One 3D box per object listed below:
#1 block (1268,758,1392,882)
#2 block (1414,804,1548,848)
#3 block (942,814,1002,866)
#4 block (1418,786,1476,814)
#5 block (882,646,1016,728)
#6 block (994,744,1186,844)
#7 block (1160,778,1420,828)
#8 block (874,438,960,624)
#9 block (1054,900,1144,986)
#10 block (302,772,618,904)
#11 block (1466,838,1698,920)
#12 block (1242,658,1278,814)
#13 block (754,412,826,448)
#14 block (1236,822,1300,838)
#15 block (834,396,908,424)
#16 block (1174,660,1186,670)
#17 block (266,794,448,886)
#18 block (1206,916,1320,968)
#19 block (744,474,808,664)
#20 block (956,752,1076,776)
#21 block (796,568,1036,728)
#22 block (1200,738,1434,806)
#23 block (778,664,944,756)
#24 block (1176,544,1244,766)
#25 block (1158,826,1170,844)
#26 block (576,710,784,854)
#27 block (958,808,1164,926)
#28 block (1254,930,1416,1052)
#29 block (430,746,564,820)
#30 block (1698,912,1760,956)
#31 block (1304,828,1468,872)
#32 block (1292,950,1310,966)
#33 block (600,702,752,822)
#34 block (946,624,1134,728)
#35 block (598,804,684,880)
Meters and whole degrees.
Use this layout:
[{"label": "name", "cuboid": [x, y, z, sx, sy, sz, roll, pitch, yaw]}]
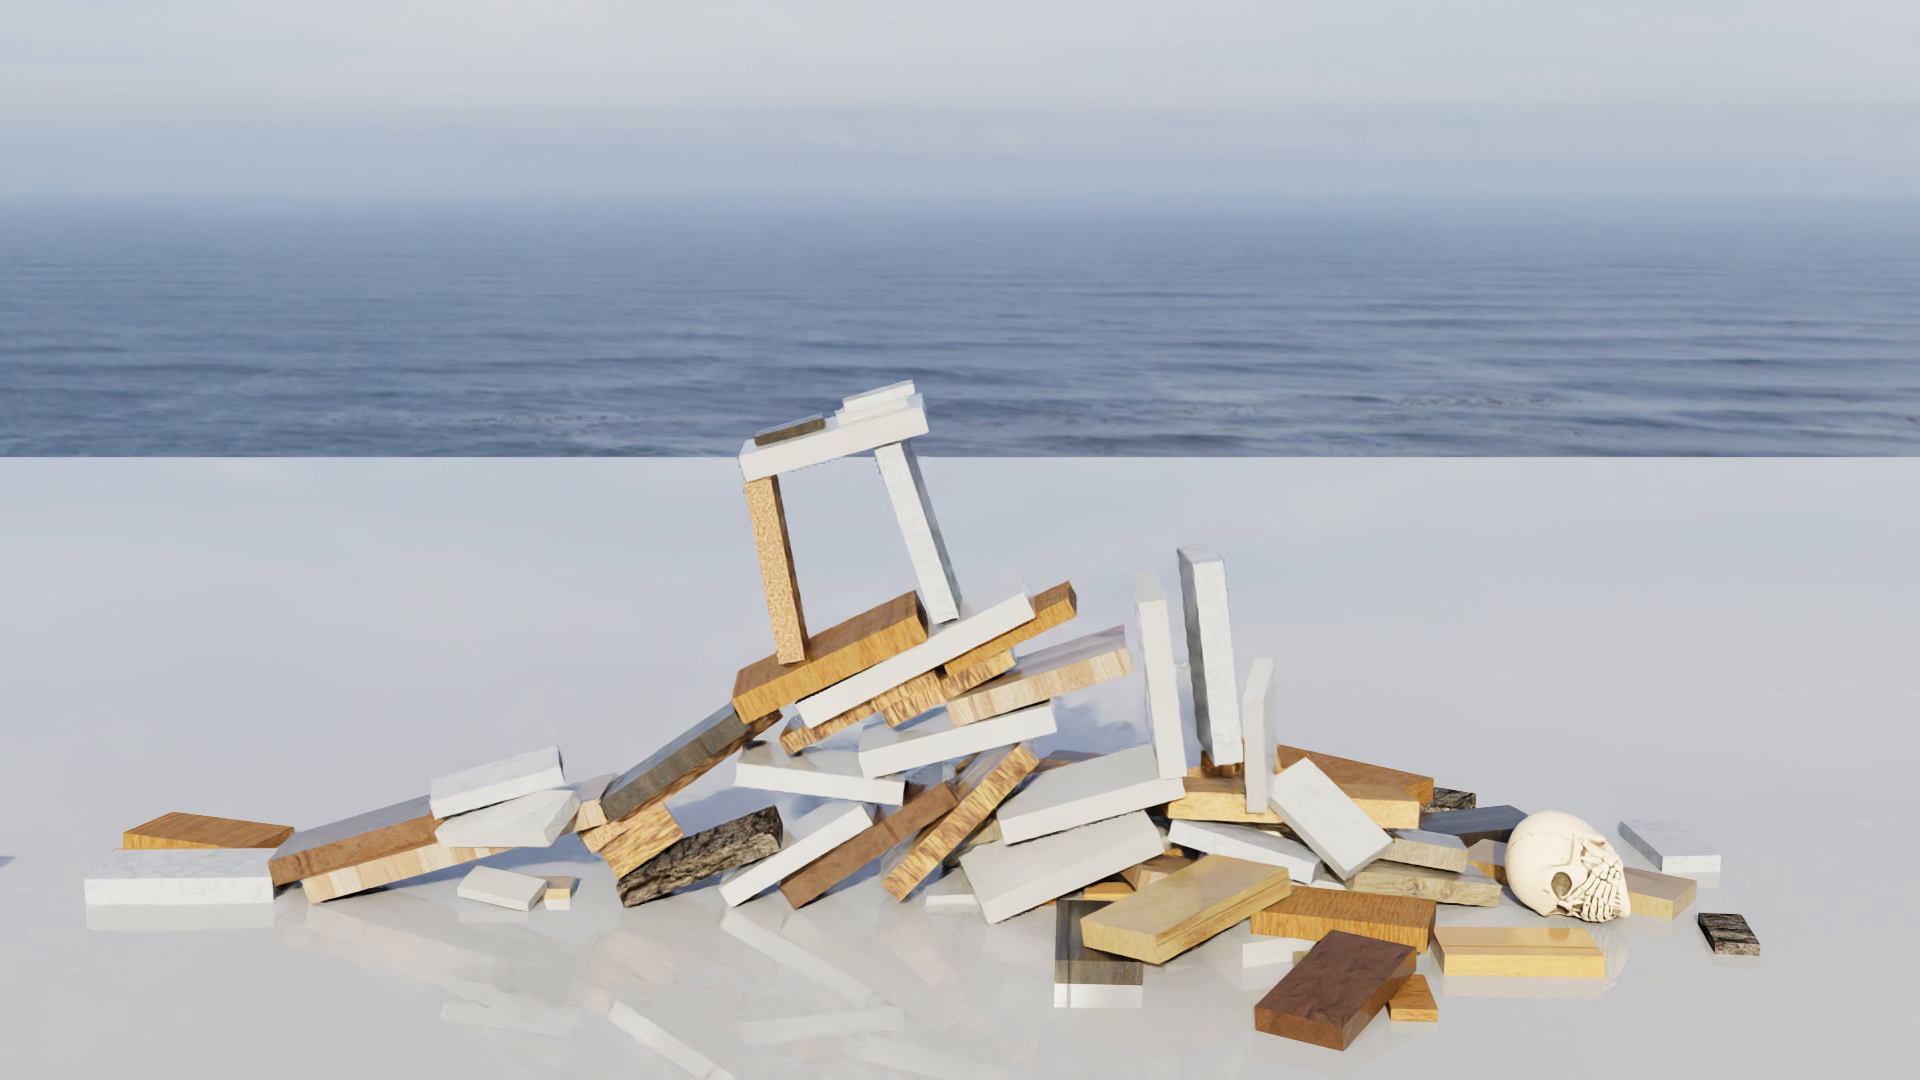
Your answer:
[{"label": "block", "cuboid": [0.593, 0.452, 3.574, 0.102, 0.029, 0.203, -28, 55, -26]}, {"label": "block", "cuboid": [0.907, 0.521, 3.943, 0.251, 0.036, 0.126, -3, 11, -17]}, {"label": "block", "cuboid": [0.139, 0.500, 3.793, 0.319, 0.045, 0.160, -6, -19, -19]}, {"label": "block", "cuboid": [0.776, 0.479, 4.190, 0.392, 0.029, 0.102, 7, 12, 32]}, {"label": "block", "cuboid": [-0.018, 0.229, 3.612, 0.230, 0.033, 0.115, -27, 9, 5]}, {"label": "block", "cuboid": [0.208, 0.416, 3.638, 0.304, 0.043, 0.152, -15, 16, -2]}, {"label": "block", "cuboid": [0.548, 0.441, 3.698, 0.413, 0.045, 0.160, 3, 3, -1]}, {"label": "block", "cuboid": [-0.066, -0.027, 3.553, 0.042, 0.298, 0.149, -17, 14, 6]}, {"label": "block", "cuboid": [0.214, 0.621, 3.403, 0.131, 0.037, 0.262, 1, 11, 3]}, {"label": "block", "cuboid": [-0.825, 0.496, 3.667, 0.517, 0.043, 0.153, -16, 10, 5]}, {"label": "block", "cuboid": [1.031, 0.568, 3.695, 0.373, 0.034, 0.119, 8, 13, 35]}, {"label": "block", "cuboid": [0.481, 0.313, 3.520, 0.032, 0.227, 0.113, 4, 36, 16]}, {"label": "block", "cuboid": [-0.271, -0.176, 3.509, 0.114, 0.016, 0.057, -16, 12, 1]}, {"label": "block", "cuboid": [0.562, 0.507, 4.024, 0.238, 0.034, 0.119, 1, 11, 6]}, {"label": "block", "cuboid": [-0.141, -0.210, 3.504, 0.114, 0.016, 0.057, -16, 12, -3]}, {"label": "block", "cuboid": [0.487, 0.294, 5.228, 0.093, 0.013, 0.046, 7, 13, 33]}, {"label": "block", "cuboid": [-0.990, 0.494, 3.692, 0.305, 0.043, 0.153, -16, 10, 1]}, {"label": "block", "cuboid": [0.532, 0.612, 3.445, 0.266, 0.038, 0.133, -4, 11, -20]}, {"label": "block", "cuboid": [-0.296, 0.036, 3.556, 0.042, 0.298, 0.149, -10, 12, 0]}, {"label": "block", "cuboid": [0.182, 0.448, 4.151, 0.368, 0.032, 0.113, 4, 11, 23]}, {"label": "block", "cuboid": [-0.072, 0.174, 3.592, 0.410, 0.046, 0.163, -26, 12, 6]}, {"label": "block", "cuboid": [0.671, 0.445, 4.159, 0.418, 0.044, 0.154, 9, 12, 41]}, {"label": "block", "cuboid": [-0.159, 0.264, 3.631, 0.286, 0.033, 0.115, -27, 10, 12]}, {"label": "block", "cuboid": [0.400, 0.181, 3.522, 0.046, 0.326, 0.163, -8, 10, -2]}, {"label": "block", "cuboid": [0.385, 0.528, 3.964, 0.093, 0.013, 0.046, -7, 13, -34]}, {"label": "block", "cuboid": [-0.469, 0.392, 3.680, 0.385, 0.030, 0.107, -35, 8, -13]}, {"label": "block", "cuboid": [0.164, 0.514, 3.595, 0.308, 0.044, 0.154, -22, 25, -6]}, {"label": "block", "cuboid": [0.545, 0.647, 3.175, 0.133, 0.038, 0.266, 7, 19, 33]}, {"label": "block", "cuboid": [-0.762, 0.398, 3.618, 0.214, 0.030, 0.107, -15, 17, -8]}, {"label": "block", "cuboid": [1.209, 0.619, 3.459, 0.067, 0.019, 0.133, 1, 11, 7]}, {"label": "block", "cuboid": [0.708, 0.504, 3.681, 0.262, 0.037, 0.131, 9, 3, 6]}, {"label": "block", "cuboid": [0.547, 0.649, 3.299, 0.067, 0.019, 0.133, -1, 11, -4]}, {"label": "block", "cuboid": [-0.460, 0.354, 3.600, 0.271, 0.037, 0.131, -34, 8, 7]}, {"label": "block", "cuboid": [0.131, 0.222, 3.603, 0.304, 0.043, 0.152, -18, 11, 6]}, {"label": "block", "cuboid": [-0.527, 0.496, 3.630, 0.130, 0.065, 0.018, -33, 8, 0]}]
